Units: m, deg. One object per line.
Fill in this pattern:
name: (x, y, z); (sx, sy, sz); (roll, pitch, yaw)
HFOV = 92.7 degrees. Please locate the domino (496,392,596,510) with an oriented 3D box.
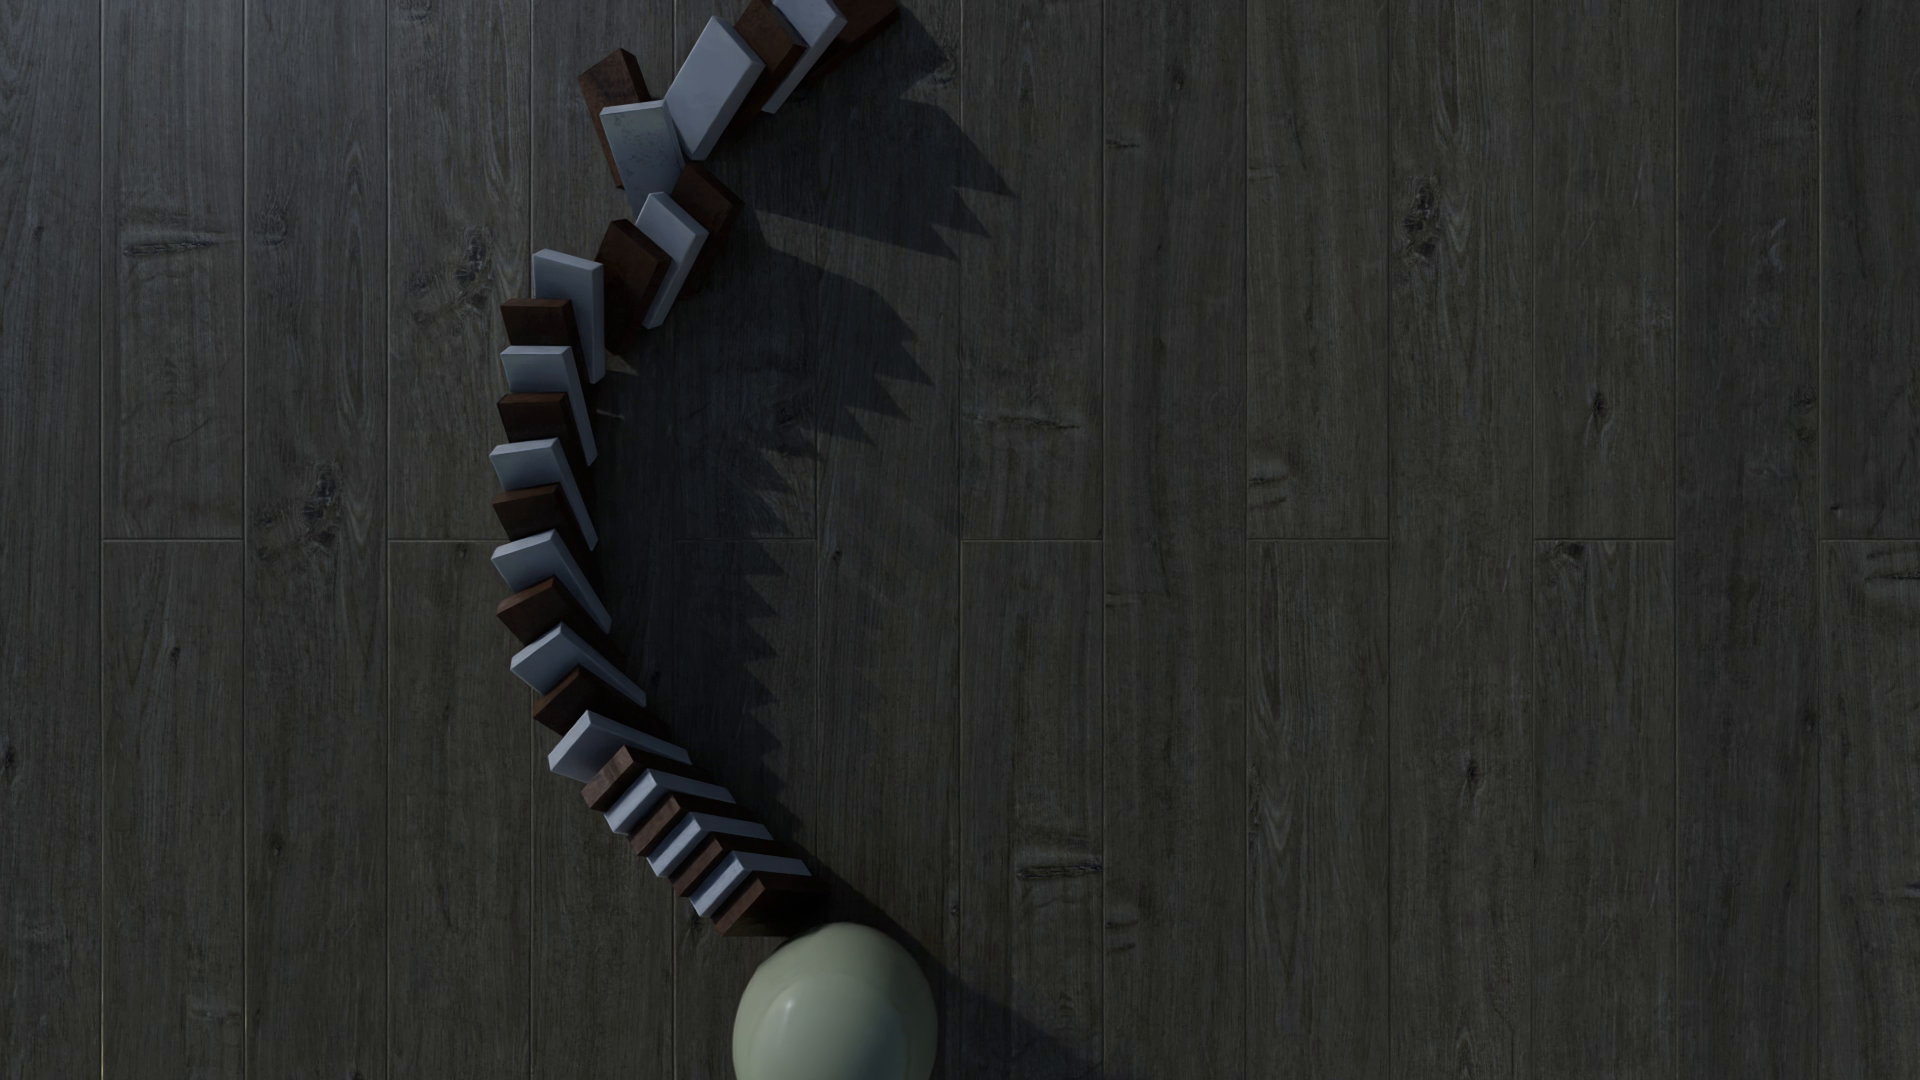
domino: (-0.172, -0.036, 0.383); (0.025, 0.009, 0.050); (-2, 122, 0)

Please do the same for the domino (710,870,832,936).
domino: (-0.076, 0.150, 0.376); (0.025, 0.050, 0.010); (-47, 57, 0)

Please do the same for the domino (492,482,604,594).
domino: (-0.171, 0.002, 0.383); (0.025, 0.010, 0.050); (-11, 122, 0)

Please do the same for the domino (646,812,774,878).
domino: (-0.101, 0.127, 0.376); (0.025, 0.050, 0.010); (-47, 57, 0)

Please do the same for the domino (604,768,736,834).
domino: (-0.118, 0.111, 0.377); (0.025, 0.050, 0.009); (-47, 56, 0)

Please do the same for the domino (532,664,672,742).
domino: (-0.149, 0.076, 0.383); (0.025, 0.010, 0.050); (-43, 122, 0)

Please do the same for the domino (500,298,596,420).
domino: (-0.171, -0.074, 0.382); (0.025, 0.009, 0.050); (2, 122, 3)

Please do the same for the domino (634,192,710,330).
domino: (-0.127, -0.116, 0.383); (0.025, 0.010, 0.050); (42, 122, 0)

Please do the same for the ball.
ball: (-0.048, 0.193, 0.360); (0.080, 0.080, 0.080); (0, 90, 0)

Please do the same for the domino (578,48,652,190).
domino: (-0.143, -0.178, 0.391); (0.025, 0.009, 0.050); (-20, 90, 22)

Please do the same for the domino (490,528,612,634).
domino: (-0.169, 0.021, 0.383); (0.025, 0.009, 0.050); (-18, 122, 0)

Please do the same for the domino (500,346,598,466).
domino: (-0.171, -0.055, 0.382); (0.025, 0.009, 0.050); (0, 122, 2)

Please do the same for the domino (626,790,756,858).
domino: (-0.109, 0.119, 0.376); (0.025, 0.050, 0.009); (-47, 57, 0)

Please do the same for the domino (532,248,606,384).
domino: (-0.162, -0.093, 0.382); (0.025, 0.009, 0.050); (15, 124, 2)

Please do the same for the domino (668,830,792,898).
domino: (-0.093, 0.135, 0.376); (0.025, 0.050, 0.009); (-47, 57, 0)

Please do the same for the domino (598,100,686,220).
domino: (-0.127, -0.153, 0.380); (0.025, 0.010, 0.050); (-7, 132, 0)

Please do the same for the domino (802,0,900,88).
domino: (-0.054, -0.222, 0.395); (0.050, 0.010, 0.025); (-38, 90, 0)

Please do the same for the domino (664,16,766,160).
domino: (-0.105, -0.188, 0.383); (0.025, 0.010, 0.050); (50, 121, 2)

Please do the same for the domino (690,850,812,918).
domino: (-0.085, 0.142, 0.376); (0.025, 0.050, 0.010); (-47, 57, 0)

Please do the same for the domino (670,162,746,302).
domino: (-0.113, -0.128, 0.383); (0.025, 0.009, 0.050); (42, 120, 0)

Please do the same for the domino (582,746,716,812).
domino: (-0.127, 0.102, 0.377); (0.025, 0.050, 0.010); (-47, 54, 0)

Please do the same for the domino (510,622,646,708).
domino: (-0.158, 0.059, 0.383); (0.025, 0.009, 0.050); (-37, 122, 0)

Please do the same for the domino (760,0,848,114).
domino: (-0.073, -0.208, 0.385); (0.050, 0.010, 0.025); (-38, 90, 26)

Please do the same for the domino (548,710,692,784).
domino: (-0.140, 0.091, 0.380); (0.025, 0.009, 0.050); (-49, 130, 4)

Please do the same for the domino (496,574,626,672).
domino: (-0.165, 0.041, 0.382); (0.025, 0.009, 0.050); (-27, 123, 0)

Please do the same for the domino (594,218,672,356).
domino: (-0.142, -0.105, 0.383); (0.025, 0.010, 0.050); (41, 122, 0)

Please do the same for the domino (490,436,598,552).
domino: (-0.173, -0.017, 0.383); (0.025, 0.009, 0.050); (-8, 122, 0)

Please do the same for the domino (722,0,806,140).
domino: (-0.089, -0.197, 0.383); (0.050, 0.010, 0.025); (-38, 90, 30)
